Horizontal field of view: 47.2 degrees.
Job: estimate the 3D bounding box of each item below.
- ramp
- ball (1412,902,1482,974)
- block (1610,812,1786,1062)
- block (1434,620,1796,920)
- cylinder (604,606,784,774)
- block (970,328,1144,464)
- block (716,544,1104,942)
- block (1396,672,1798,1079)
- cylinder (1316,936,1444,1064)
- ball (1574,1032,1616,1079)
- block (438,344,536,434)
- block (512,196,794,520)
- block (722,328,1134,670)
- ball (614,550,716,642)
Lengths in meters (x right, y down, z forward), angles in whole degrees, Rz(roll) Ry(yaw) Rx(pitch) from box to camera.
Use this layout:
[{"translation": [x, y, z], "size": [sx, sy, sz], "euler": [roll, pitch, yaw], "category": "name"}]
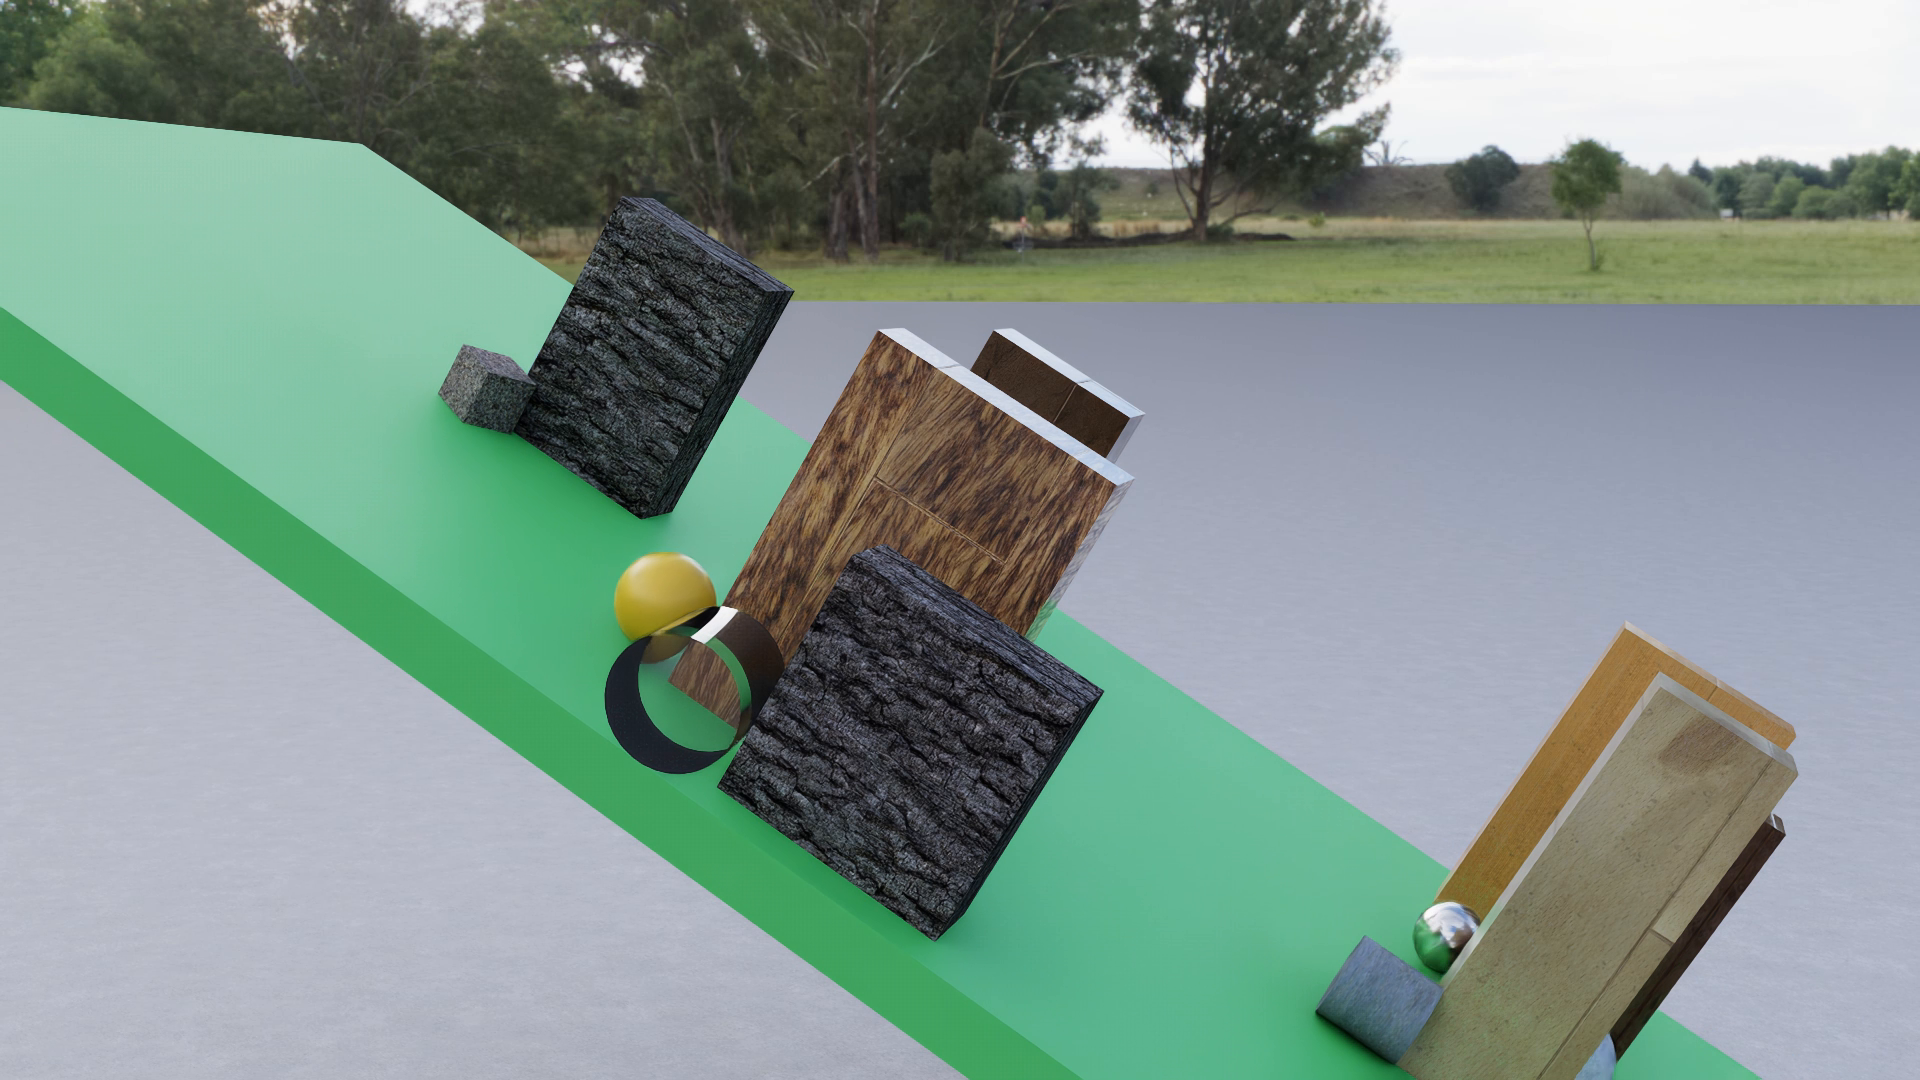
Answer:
[{"translation": [-0.162, 0.268, 4.117], "size": [4.000, 0.100, 2.000], "euler": [34, 15, 11], "category": "ramp"}, {"translation": [0.931, 0.757, 4.182], "size": [0.137, 0.137, 0.137], "euler": [0, 7, 0], "category": "ball"}, {"translation": [1.187, 0.682, 3.994], "size": [0.290, 0.612, 0.120], "euler": [34, 15, 11], "category": "block"}, {"translation": [1.326, 0.564, 4.487], "size": [0.385, 0.697, 0.105], "euler": [34, 15, 11], "category": "block"}, {"translation": [-0.387, 0.218, 3.235], "size": [0.207, 0.207, 0.207], "euler": [2, 9, 13], "category": "cylinder"}, {"translation": [0.093, -0.120, 4.614], "size": [0.337, 0.546, 0.142], "euler": [34, 15, 11], "category": "block"}, {"translation": [-0.074, 0.291, 3.206], "size": [0.393, 0.411, 0.145], "euler": [34, 15, 11], "category": "block"}, {"translation": [1.036, 0.611, 3.616], "size": [0.246, 0.772, 0.143], "euler": [34, 15, 11], "category": "block"}, {"translation": [0.699, 0.767, 3.668], "size": [0.153, 0.153, 0.153], "euler": [34, 15, 11], "category": "cylinder"}, {"translation": [1.067, 0.910, 3.879], "size": [0.173, 0.173, 0.173], "euler": [0, 7, 0], "category": "ball"}, {"translation": [-0.880, -0.280, 4.094], "size": [0.109, 0.109, 0.109], "euler": [14, 22, -48], "category": "block"}, {"translation": [-0.585, -0.341, 4.114], "size": [0.332, 0.493, 0.139], "euler": [34, 15, 11], "category": "block"}, {"translation": [-0.086, 0.058, 3.484], "size": [0.443, 0.644, 0.125], "euler": [34, 15, 11], "category": "block"}, {"translation": [-0.474, 0.099, 3.536], "size": [0.164, 0.164, 0.164], "euler": [0, 7, 0], "category": "ball"}]
